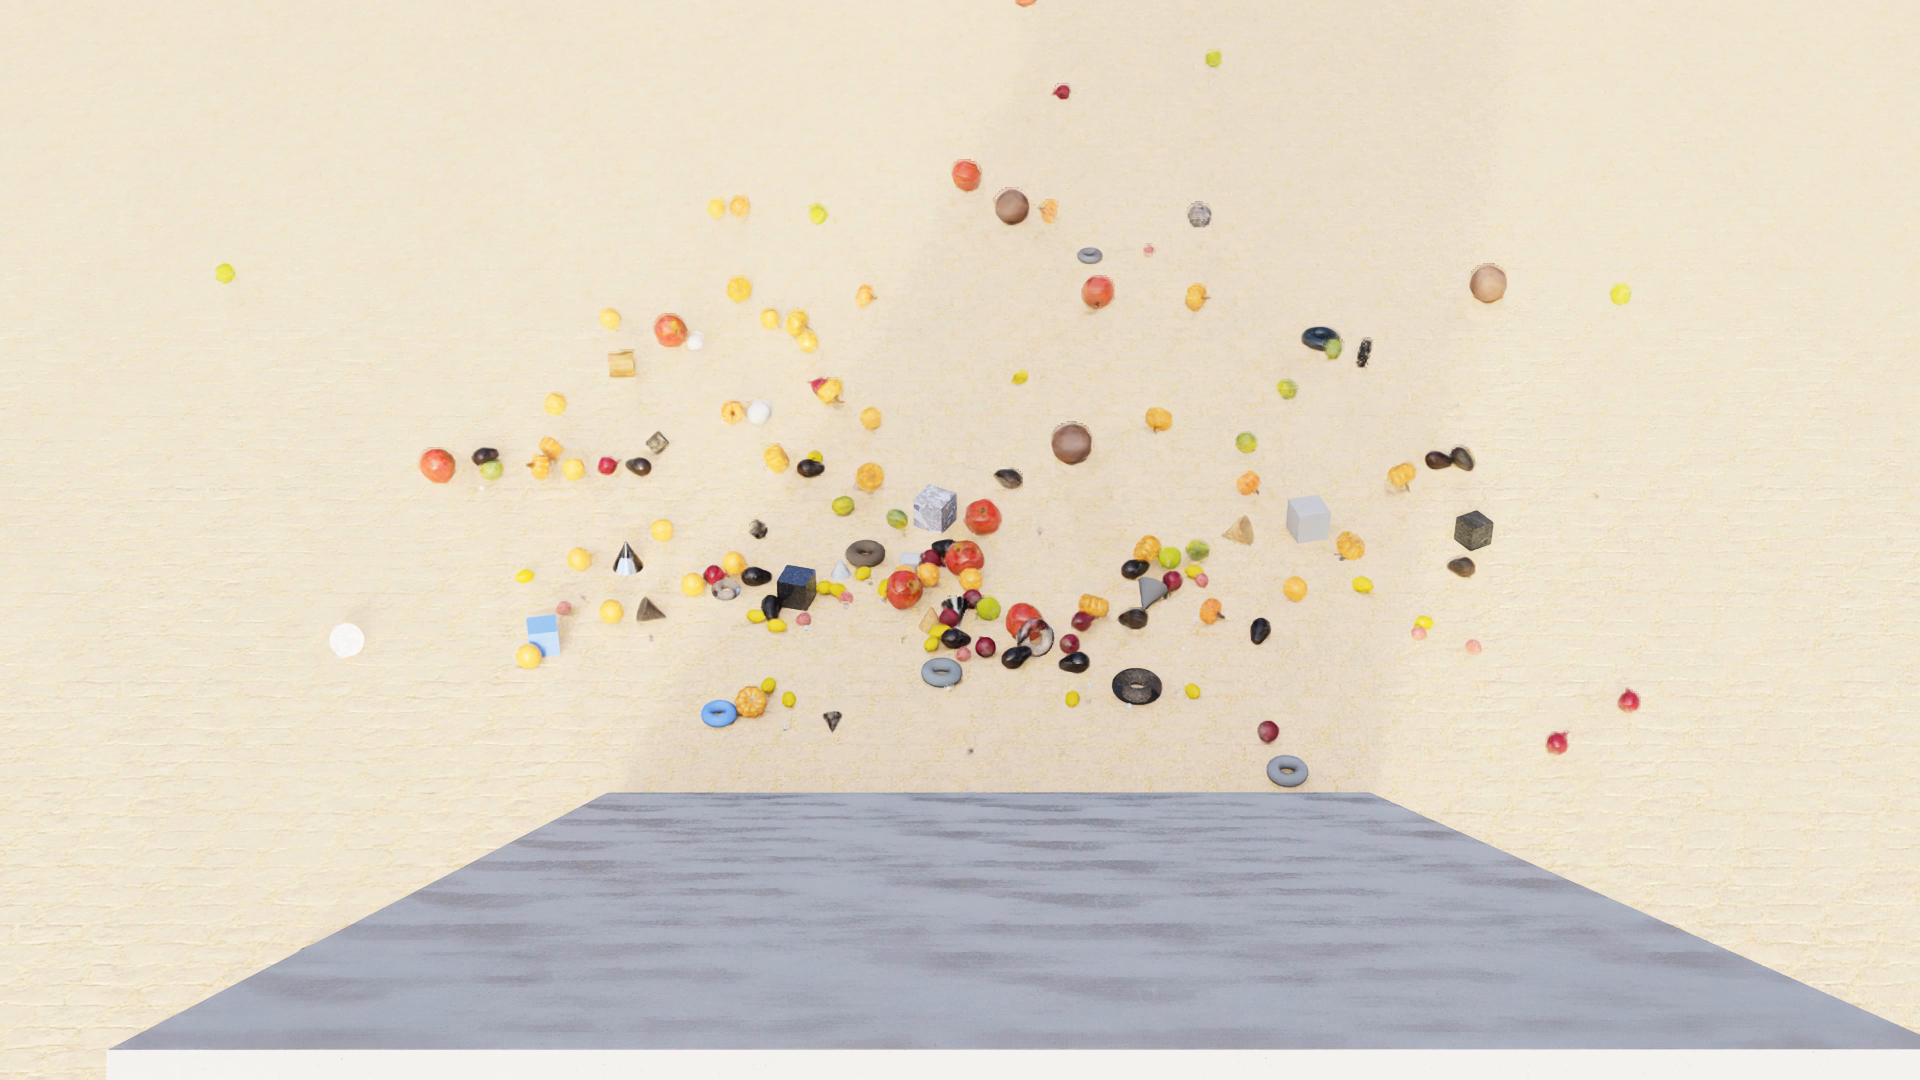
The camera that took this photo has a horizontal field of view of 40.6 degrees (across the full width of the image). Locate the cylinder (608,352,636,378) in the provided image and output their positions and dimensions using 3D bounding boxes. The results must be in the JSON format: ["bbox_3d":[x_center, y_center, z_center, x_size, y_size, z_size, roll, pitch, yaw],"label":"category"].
[{"bbox_3d":[-1.134,-0.587,8.703,0.084,0.084,0.084,-4,35,-5],"label":"cylinder"}]

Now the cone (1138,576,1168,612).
[{"bbox_3d":[0.552,0.172,7.630,0.093,0.093,0.093,14,64,20],"label":"cone"}]

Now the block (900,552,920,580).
[{"bbox_3d":[-0.149,0.078,7.755,0.057,0.057,0.057,2,34,3],"label":"block"}]

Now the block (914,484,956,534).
[{"bbox_3d":[-0.076,-0.093,7.969,0.098,0.098,0.098,17,38,23],"label":"block"}]

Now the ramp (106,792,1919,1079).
[{"bbox_3d":[0.076,0.657,4.808,2.000,0.100,4.000,0,-2,0],"label":"ramp"}]

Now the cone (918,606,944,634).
[{"bbox_3d":[-0.083,0.220,7.530,0.075,0.075,0.075,0,34,0],"label":"cone"}]

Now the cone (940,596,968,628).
[{"bbox_3d":[-0.010,0.222,7.562,0.083,0.083,0.083,-4,61,-6],"label":"cone"}]

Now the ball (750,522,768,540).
[{"bbox_3d":[-0.614,-0.029,7.915,0.052,0.052,0.052,0,34,0],"label":"ball"}]

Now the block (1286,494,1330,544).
[{"bbox_3d":[1.062,-0.064,7.924,0.100,0.100,0.100,-9,35,-13],"label":"block"}]

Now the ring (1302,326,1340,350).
[{"bbox_3d":[1.233,-0.690,8.890,0.131,0.044,0.131,2,31,-1],"label":"ring"}]

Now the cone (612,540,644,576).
[{"bbox_3d":[-0.998,0.039,7.777,0.096,0.096,0.096,0,34,0],"label":"cone"}]

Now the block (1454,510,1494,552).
[{"bbox_3d":[1.561,-0.028,7.890,0.080,0.080,0.080,-18,38,-25],"label":"block"}]

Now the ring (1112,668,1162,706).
[{"bbox_3d":[0.496,0.410,7.277,0.143,0.048,0.143,1,34,-1],"label":"ring"}]

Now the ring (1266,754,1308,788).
[{"bbox_3d":[0.880,0.621,6.978,0.114,0.038,0.114,1,36,0],"label":"ring"}]

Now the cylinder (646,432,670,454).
[{"bbox_3d":[-0.969,-0.312,8.308,0.054,0.054,0.054,-40,39,5],"label":"cylinder"}]

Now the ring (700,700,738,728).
[{"bbox_3d":[-0.667,0.480,7.187,0.102,0.034,0.102,-1,35,1],"label":"ring"}]

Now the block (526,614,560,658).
[{"bbox_3d":[-1.195,0.276,7.441,0.084,0.084,0.084,-7,35,-10],"label":"block"}]

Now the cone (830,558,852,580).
[{"bbox_3d":[-0.356,0.078,7.750,0.062,0.062,0.062,0,34,0],"label":"cone"}]

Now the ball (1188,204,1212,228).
[{"bbox_3d":[0.886,-1.197,9.591,0.088,0.088,0.088,0,34,0],"label":"ball"}]

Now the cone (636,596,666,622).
[{"bbox_3d":[-0.891,0.215,7.572,0.081,0.081,0.081,19,29,-20],"label":"cone"}]

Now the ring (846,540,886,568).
[{"bbox_3d":[-0.285,0.042,7.823,0.121,0.040,0.121,-1,34,1],"label":"ring"}]

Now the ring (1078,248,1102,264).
[{"bbox_3d":[0.470,-1.029,9.397,0.094,0.031,0.094,-1,35,0],"label":"ring"}]

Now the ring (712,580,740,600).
[{"bbox_3d":[-0.692,0.147,7.678,0.088,0.029,0.088,0,36,0],"label":"ring"}]

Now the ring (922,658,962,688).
[{"bbox_3d":[-0.052,0.374,7.338,0.118,0.039,0.118,1,34,-1],"label":"ring"}]

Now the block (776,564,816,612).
[{"bbox_3d":[-0.480,0.141,7.633,0.090,0.090,0.090,9,35,13],"label":"block"}]

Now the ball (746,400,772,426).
[{"bbox_3d":[-0.655,-0.415,8.454,0.080,0.080,0.080,0,34,0],"label":"ball"}]

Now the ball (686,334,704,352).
[{"bbox_3d":[-0.902,-0.672,8.849,0.060,0.060,0.060,0,34,0],"label":"ball"}]
